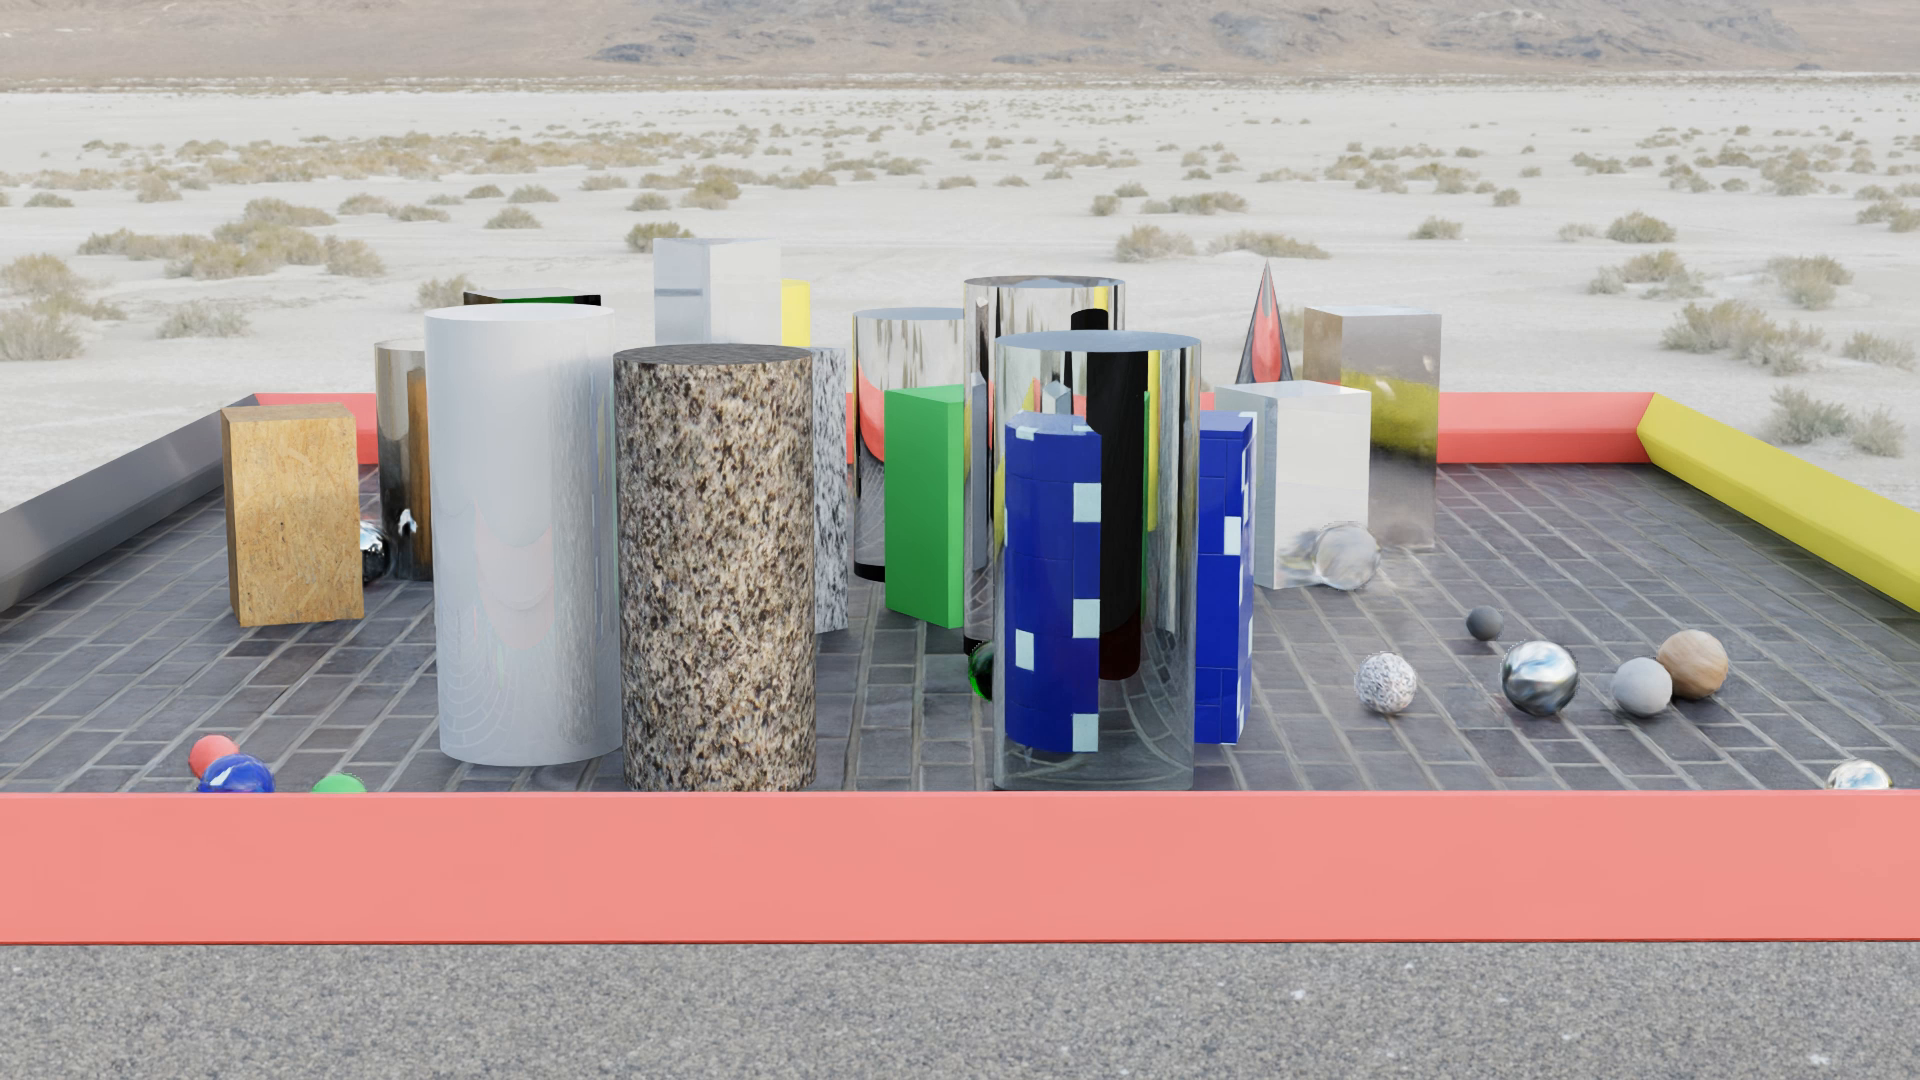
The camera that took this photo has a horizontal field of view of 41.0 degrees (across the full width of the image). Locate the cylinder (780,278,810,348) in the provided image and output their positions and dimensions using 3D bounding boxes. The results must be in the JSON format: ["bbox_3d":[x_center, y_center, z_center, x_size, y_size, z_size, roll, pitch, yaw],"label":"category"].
[{"bbox_3d":[-0.338,-0.219,4.115,0.200,0.386,0.200,0,10,0],"label":"cylinder"}]

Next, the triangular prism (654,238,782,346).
[{"bbox_3d":[-0.358,-0.170,3.559,0.150,0.491,0.173,6,12,30],"label":"triangular prism"}]

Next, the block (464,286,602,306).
[{"bbox_3d":[-0.659,-0.192,3.980,0.160,0.382,0.160,-6,12,-31],"label":"block"}]

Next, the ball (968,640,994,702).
[{"bbox_3d":[0.046,0.152,2.971,0.072,0.072,0.072,0,10,0],"label":"ball"}]

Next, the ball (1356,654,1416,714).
[{"bbox_3d":[0.486,0.163,2.922,0.068,0.068,0.068,0,10,0],"label":"ball"}]

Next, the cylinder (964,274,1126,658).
[{"bbox_3d":[0.104,-0.090,3.200,0.200,0.465,0.200,0,10,0],"label":"cylinder"}]

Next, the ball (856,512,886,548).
[{"bbox_3d":[-0.130,-0.014,3.916,0.055,0.055,0.055,0,10,0],"label":"ball"}]

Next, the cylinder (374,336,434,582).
[{"bbox_3d":[-0.745,-0.121,3.736,0.200,0.332,0.200,0,10,0],"label":"cylinder"}]

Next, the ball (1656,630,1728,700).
[{"bbox_3d":[0.852,0.145,2.985,0.081,0.081,0.081,0,10,0],"label":"ball"}]

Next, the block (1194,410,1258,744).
[{"bbox_3d":[0.239,0.036,2.850,0.160,0.344,0.160,2,11,12],"label":"block"}]

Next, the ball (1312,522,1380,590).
[{"bbox_3d":[0.542,0.023,3.606,0.095,0.095,0.095,0,10,0],"label":"ball"}]

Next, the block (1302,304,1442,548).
[{"bbox_3d":[0.631,-0.177,3.964,0.160,0.357,0.160,-2,11,-13],"label":"block"}]

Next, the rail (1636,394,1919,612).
[{"bbox_3d":[1.273,0.032,3.456,0.045,0.130,2.654,0,10,0],"label":"rail"}]

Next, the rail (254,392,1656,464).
[{"bbox_3d":[-0.008,-0.204,4.730,2.594,0.130,0.045,0,10,0],"label":"rail"}]

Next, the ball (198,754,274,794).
[{"bbox_3d":[-0.701,0.242,2.485,0.071,0.071,0.071,0,10,0],"label":"ball"}]

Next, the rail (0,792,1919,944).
[{"bbox_3d":[0.008,0.270,2.167,2.594,0.130,0.045,0,10,0],"label":"rail"}]

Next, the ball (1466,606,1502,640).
[{"bbox_3d":[0.673,0.107,3.290,0.046,0.046,0.046,0,10,0],"label":"ball"}]

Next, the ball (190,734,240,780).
[{"bbox_3d":[-0.765,0.225,2.634,0.050,0.050,0.050,0,10,0],"label":"ball"}]

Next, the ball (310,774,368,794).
[{"bbox_3d":[-0.597,0.253,2.464,0.057,0.057,0.057,0,10,0],"label":"ball"}]

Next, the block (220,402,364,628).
[{"bbox_3d":[-0.898,-0.037,3.448,0.160,0.271,0.160,-4,11,-20],"label":"block"}]

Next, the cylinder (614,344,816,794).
[{"bbox_3d":[-0.249,0.029,2.622,0.200,0.440,0.200,0,10,0],"label":"cylinder"}]

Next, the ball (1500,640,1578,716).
[{"bbox_3d":[0.657,0.157,2.909,0.086,0.086,0.086,0,10,0],"label":"ball"}]

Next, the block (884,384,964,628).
[{"bbox_3d":[0.009,-0.050,3.445,0.160,0.298,0.160,-7,12,-32],"label":"block"}]

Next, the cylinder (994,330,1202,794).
[{"bbox_3d":[0.133,0.037,2.513,0.200,0.465,0.200,0,10,0],"label":"cylinder"}]

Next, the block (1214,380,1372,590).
[{"bbox_3d":[0.476,-0.083,3.697,0.160,0.271,0.160,-5,12,-27],"label":"block"}]

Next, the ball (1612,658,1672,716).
[{"bbox_3d":[0.773,0.167,2.906,0.067,0.067,0.067,0,10,0],"label":"ball"}]

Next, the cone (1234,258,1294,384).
[{"bbox_3d":[0.494,-0.247,4.161,0.200,0.424,0.200,0,10,0],"label":"cone"}]

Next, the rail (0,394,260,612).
[{"bbox_3d":[-1.273,0.035,3.441,0.045,0.130,2.654,0,10,0],"label":"rail"}]

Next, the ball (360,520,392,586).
[{"bbox_3d":[-0.853,0.019,3.634,0.093,0.093,0.093,0,10,0],"label":"ball"}]

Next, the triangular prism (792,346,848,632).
[{"bbox_3d":[-0.262,-0.066,3.339,0.173,0.367,0.150,-9,14,-41],"label":"triangular prism"}]

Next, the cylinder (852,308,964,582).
[{"bbox_3d":[-0.055,-0.140,3.711,0.200,0.376,0.200,0,10,0],"label":"cylinder"}]

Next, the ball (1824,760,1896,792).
[{"bbox_3d":[0.871,0.246,2.484,0.065,0.065,0.065,0,10,0],"label":"ball"}]

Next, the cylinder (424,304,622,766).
[{"bbox_3d":[-0.466,-0.011,2.757,0.200,0.470,0.200,0,10,0],"label":"cylinder"}]
